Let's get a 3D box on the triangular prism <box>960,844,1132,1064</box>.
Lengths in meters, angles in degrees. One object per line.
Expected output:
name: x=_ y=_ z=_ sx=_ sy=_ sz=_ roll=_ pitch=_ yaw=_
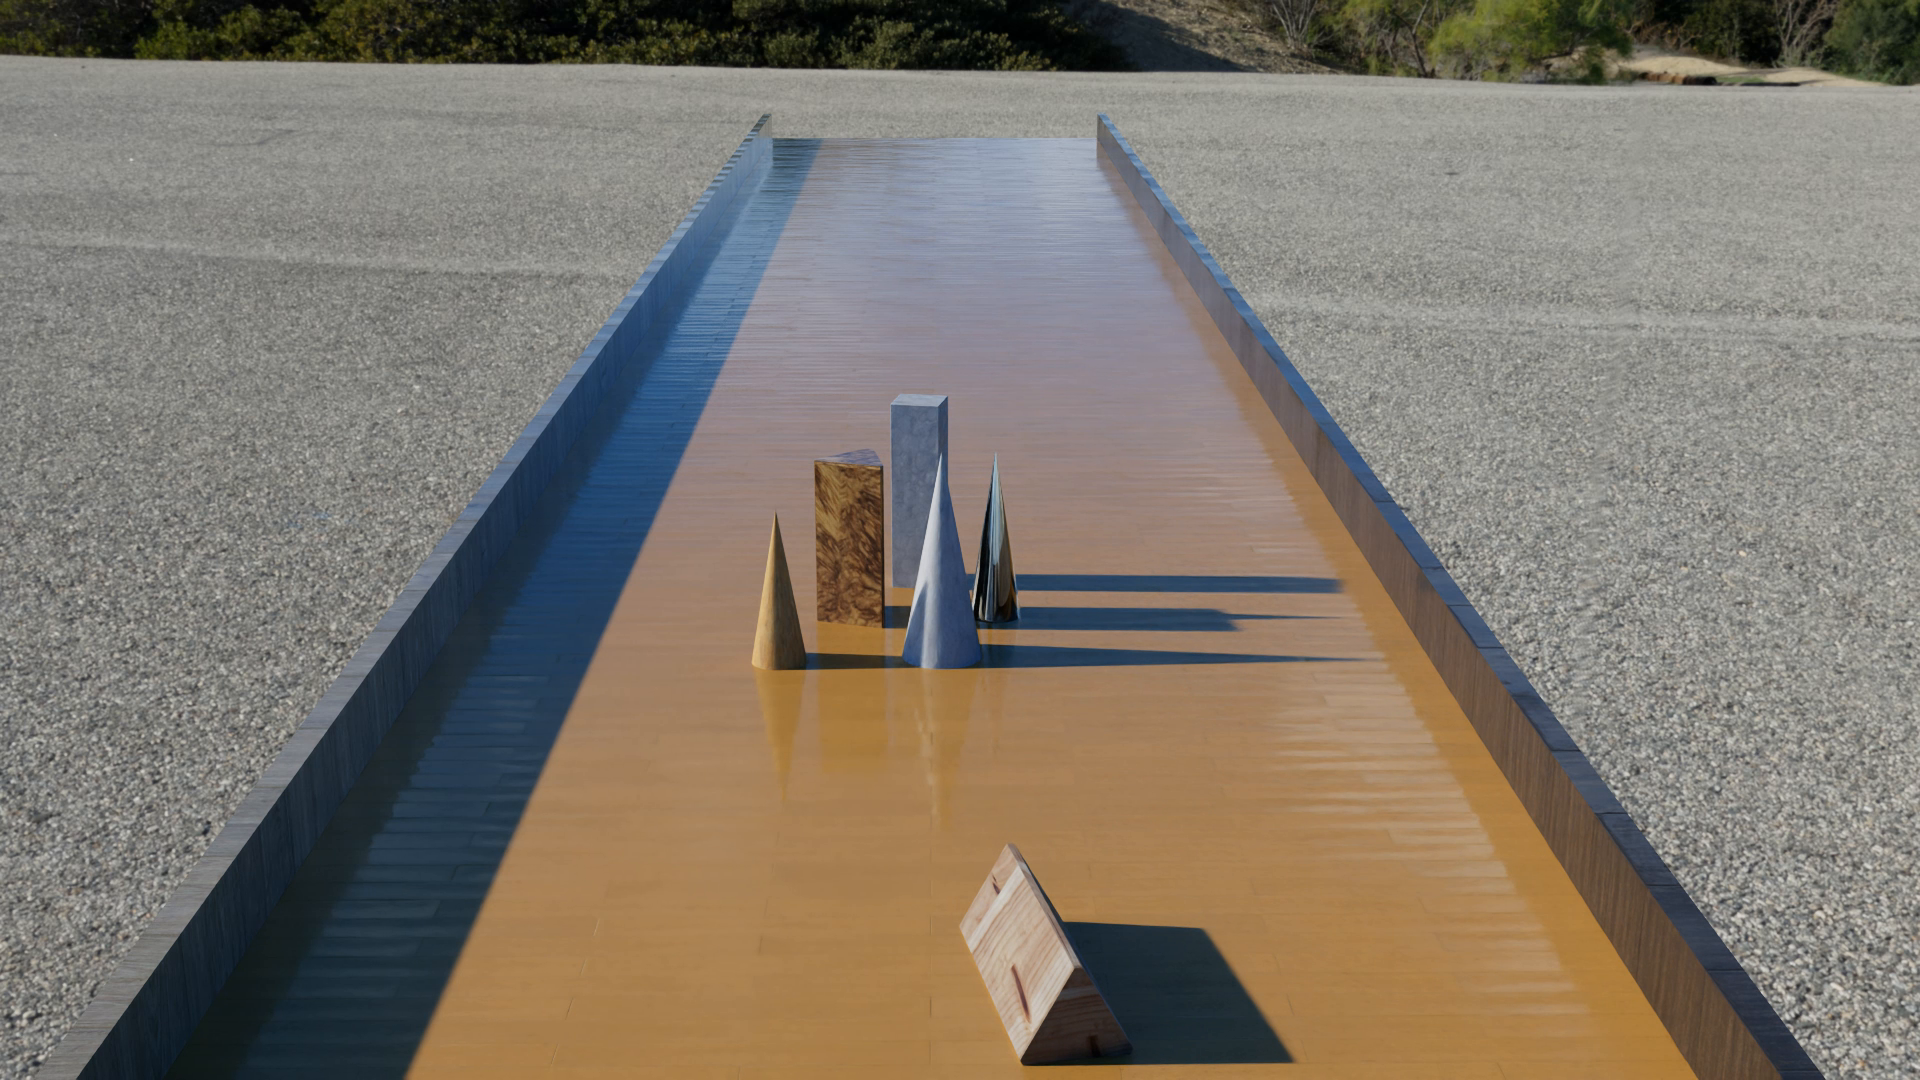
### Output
triangular prism: x=0.115 y=0.566 z=3.079 sx=0.153 sy=0.132 sz=0.399 roll=-3 pitch=17 yaw=-11

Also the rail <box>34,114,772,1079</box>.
rail: x=-1.118 y=-0.838 z=7.780 sx=0.050 sy=0.150 sz=12.000 roll=0 pitch=17 yaw=-1

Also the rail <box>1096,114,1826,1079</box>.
rail: x=0.932 y=-0.844 z=7.801 sx=0.050 sy=0.150 sz=12.000 roll=0 pitch=17 yaw=-1

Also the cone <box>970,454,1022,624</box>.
cone: x=0.074 y=-0.014 z=4.640 sx=0.113 sy=0.361 sz=0.113 roll=0 pitch=17 yaw=0

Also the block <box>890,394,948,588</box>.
block: x=-0.089 y=-0.106 z=4.856 sx=0.106 sy=0.415 sz=0.106 roll=3 pitch=17 yaw=10

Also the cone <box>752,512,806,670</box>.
cone: x=-0.362 y=0.091 z=4.366 sx=0.111 sy=0.317 sz=0.111 roll=0 pitch=17 yaw=0

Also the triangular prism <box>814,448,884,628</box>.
triangular prism: x=-0.210 y=-0.008 z=4.640 sx=0.152 sy=0.350 sz=0.131 roll=6 pitch=17 yaw=18

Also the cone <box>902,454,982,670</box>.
cone: x=-0.036 y=0.030 z=4.381 sx=0.161 sy=0.425 sz=0.161 roll=0 pitch=17 yaw=0
